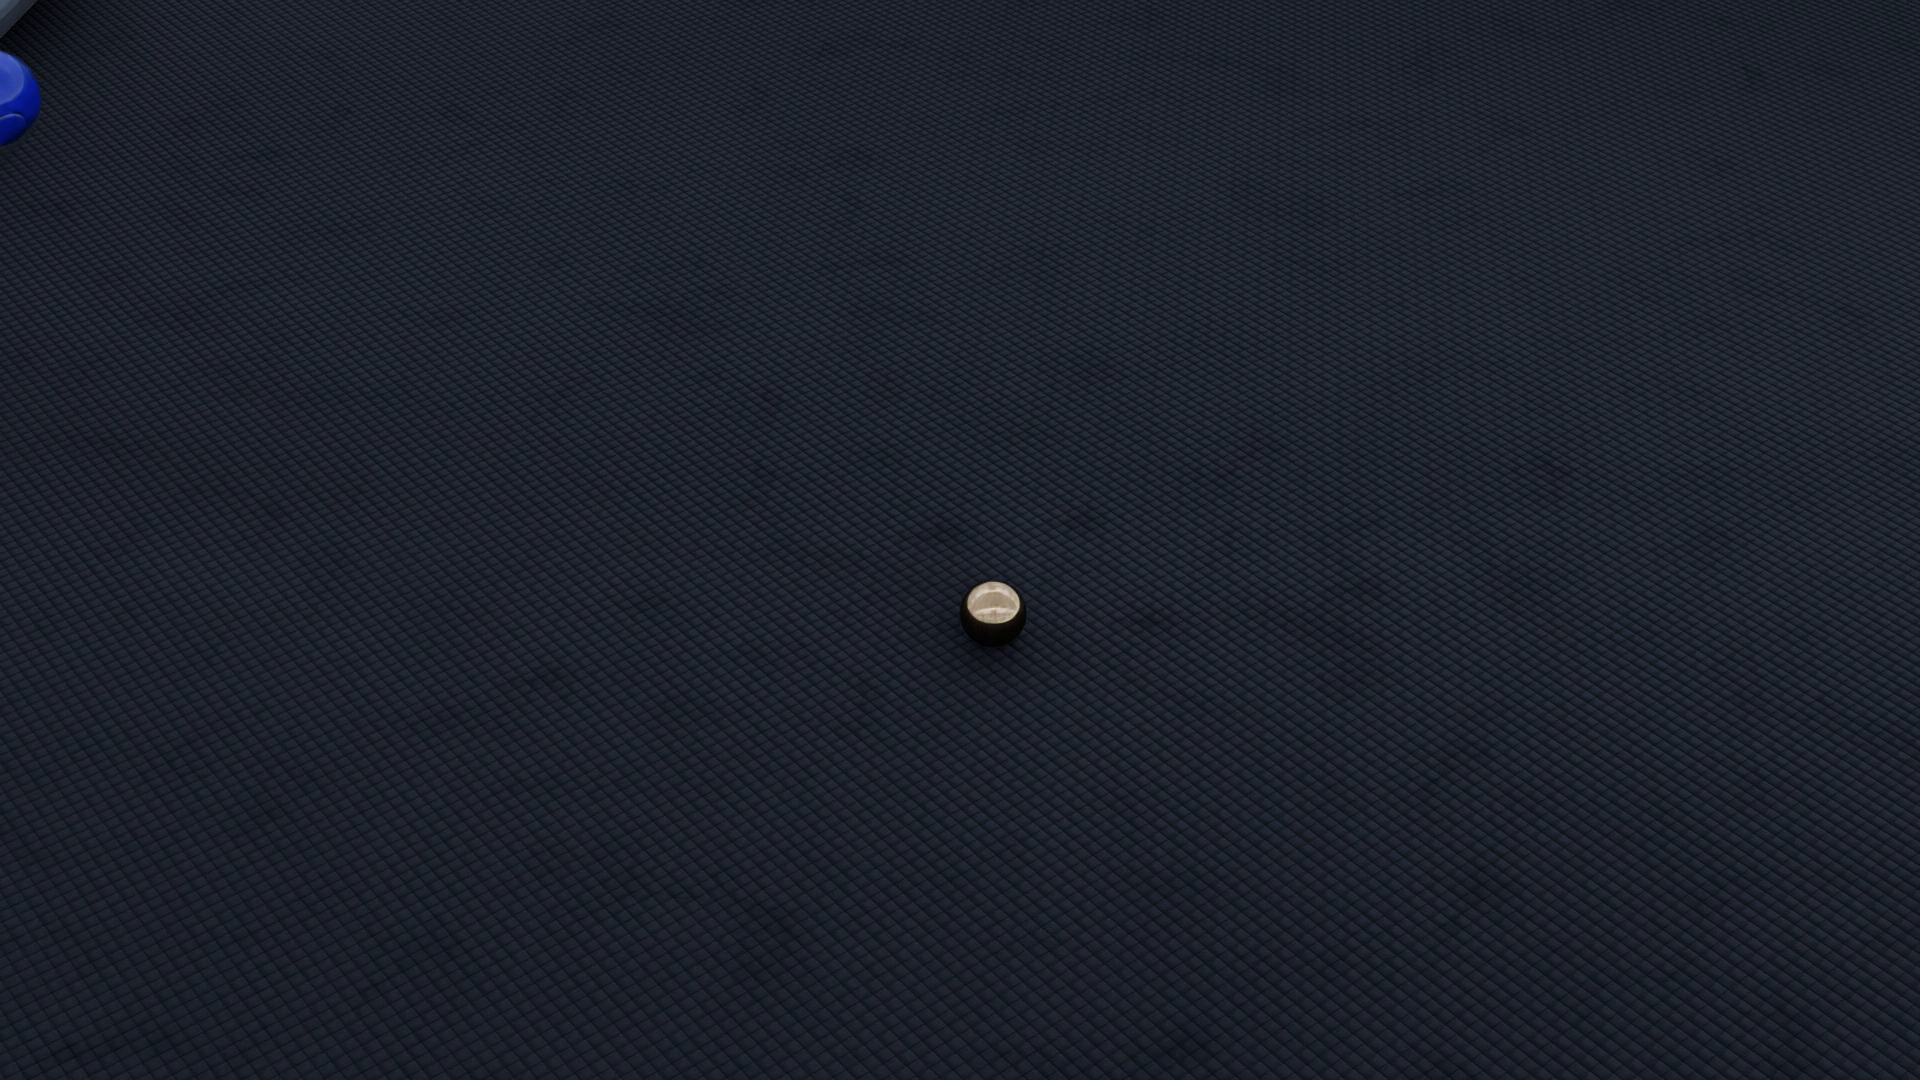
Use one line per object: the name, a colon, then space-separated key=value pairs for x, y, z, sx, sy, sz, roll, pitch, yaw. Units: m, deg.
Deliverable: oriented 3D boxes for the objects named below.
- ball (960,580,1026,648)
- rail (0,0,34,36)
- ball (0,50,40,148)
ball: x=0.021 y=0.047 z=1.657 sx=0.044 sy=0.044 sz=0.044 roll=0 pitch=36 yaw=0
rail: x=-0.963 y=-0.089 z=1.786 sx=0.045 sy=0.112 sz=2.379 roll=4 pitch=36 yaw=5
ball: x=-0.840 y=-0.381 z=2.212 sx=0.086 sy=0.086 sz=0.086 roll=0 pitch=36 yaw=0
